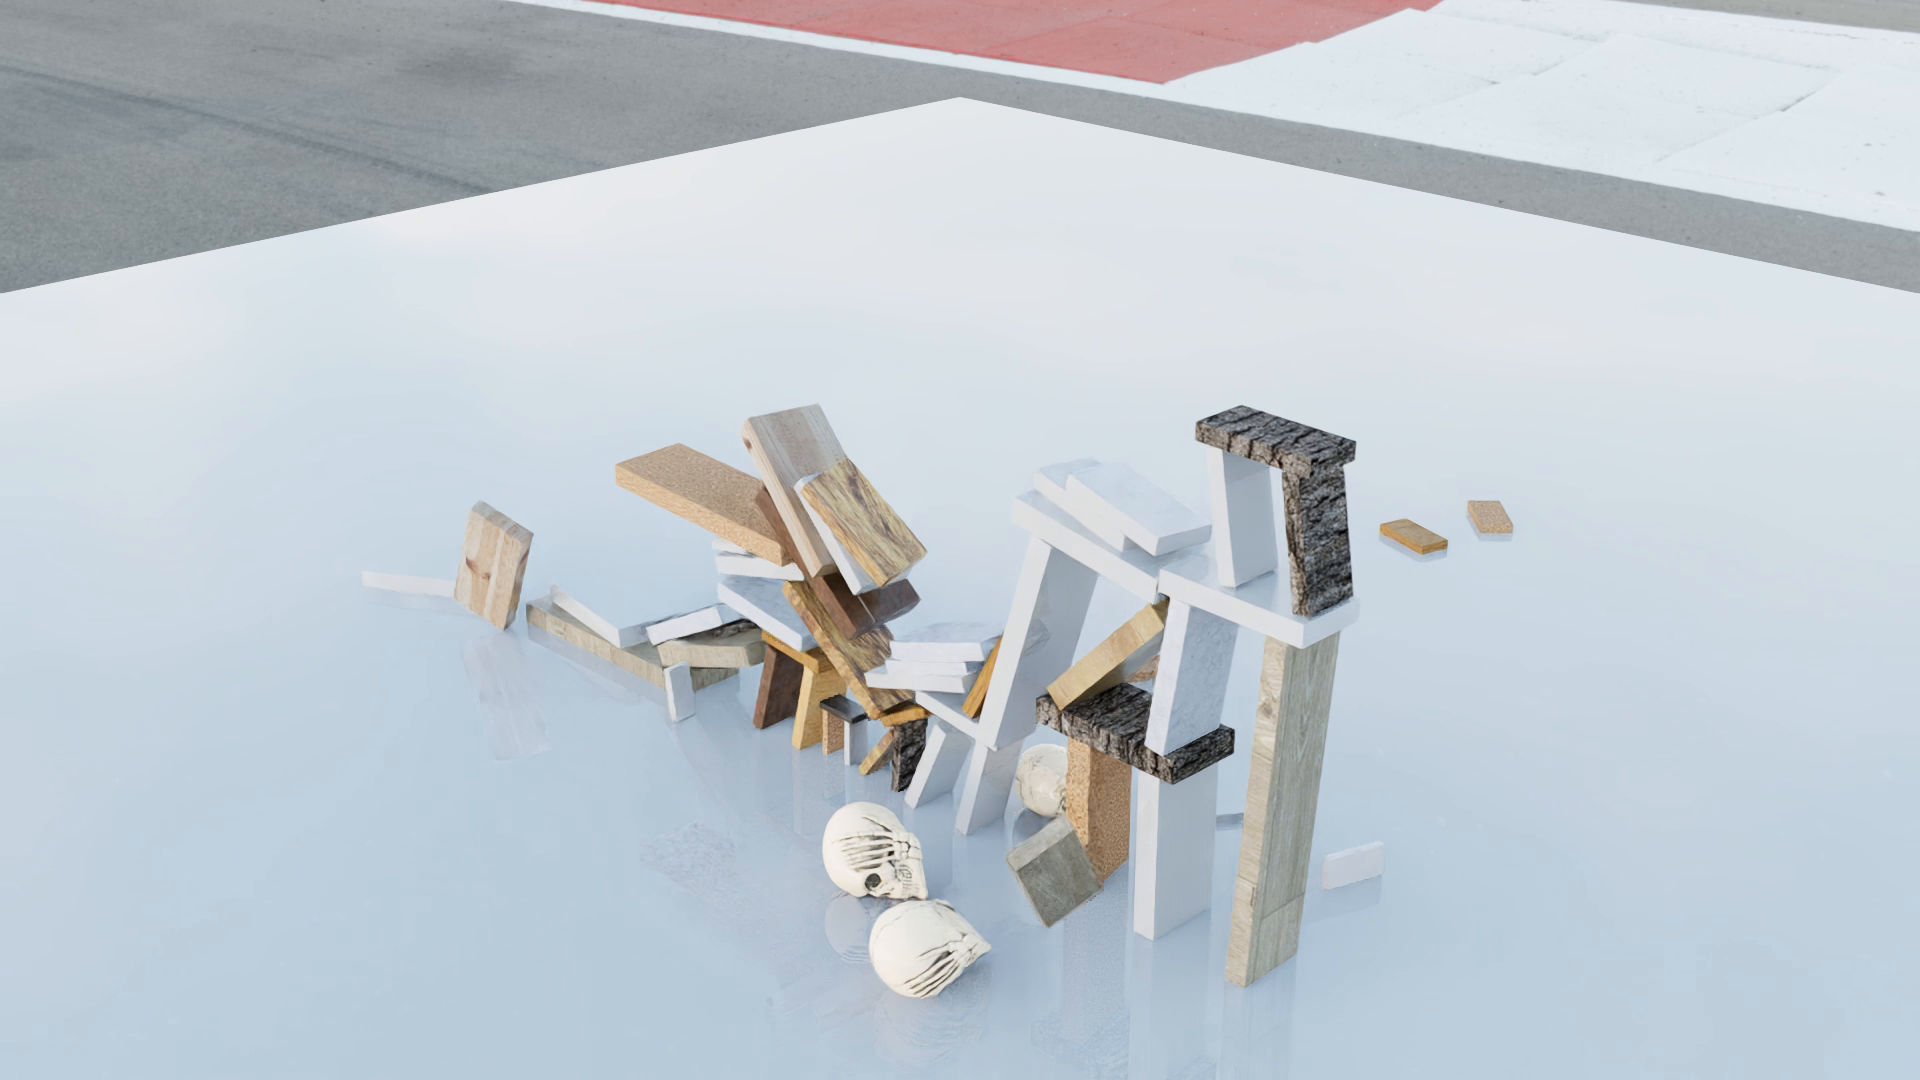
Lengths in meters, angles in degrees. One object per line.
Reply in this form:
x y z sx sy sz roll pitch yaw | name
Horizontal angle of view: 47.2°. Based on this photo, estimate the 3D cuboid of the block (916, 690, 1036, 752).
0.031 0.336 4.335 0.224 0.032 0.112 29 35 36 | block

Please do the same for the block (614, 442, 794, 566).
-0.499 -0.082 4.729 0.177 0.050 0.579 -22 33 -38 | block

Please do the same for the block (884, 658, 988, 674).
-0.035 0.235 4.359 0.213 0.030 0.107 -4 13 42 | block

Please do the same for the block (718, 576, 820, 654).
-0.376 0.145 4.704 0.139 0.039 0.278 -21 38 -40 | block

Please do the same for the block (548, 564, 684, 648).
-0.816 0.155 5.211 0.171 0.048 0.341 -16 28 -34 | block

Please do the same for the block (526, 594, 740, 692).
-0.775 0.228 5.162 0.583 0.048 0.171 21 30 40 | block

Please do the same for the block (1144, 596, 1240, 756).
0.413 0.218 3.862 0.154 0.308 0.044 -21 39 -40 | block

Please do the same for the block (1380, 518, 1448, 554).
1.187 -0.010 5.754 0.086 0.024 0.171 -12 26 -26 | block

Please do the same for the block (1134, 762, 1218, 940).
0.397 0.549 4.034 0.169 0.338 0.048 -21 31 -41 | block

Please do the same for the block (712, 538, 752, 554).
-0.471 0.009 4.701 0.059 0.017 0.119 -22 21 -41 | block

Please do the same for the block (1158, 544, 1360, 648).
0.503 0.092 3.709 0.154 0.044 0.308 -21 31 -40 | block

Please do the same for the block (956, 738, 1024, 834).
0.061 0.472 4.361 0.032 0.224 0.112 35 39 31 | block

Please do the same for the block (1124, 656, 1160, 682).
0.434 0.289 5.048 0.171 0.024 0.086 -7 24 -17 | block

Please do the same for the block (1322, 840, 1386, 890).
0.753 0.623 4.210 0.130 0.065 0.018 -11 24 -24 | block

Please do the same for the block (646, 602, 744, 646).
-0.567 0.174 4.991 0.152 0.043 0.303 -20 2 -40 | block

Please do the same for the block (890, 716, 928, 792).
-0.105 0.439 4.532 0.021 0.151 0.076 25 33 37 | block

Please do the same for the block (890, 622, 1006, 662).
-0.003 0.199 4.324 0.130 0.037 0.259 -22 13 -42 | block

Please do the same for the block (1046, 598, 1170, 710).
0.318 0.187 3.969 0.174 0.348 0.049 -21 74 -40 | block

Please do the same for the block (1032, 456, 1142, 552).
0.261 -0.066 3.942 0.130 0.037 0.259 -14 36 -33 | block

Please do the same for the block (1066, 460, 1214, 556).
0.313 -0.058 3.866 0.126 0.036 0.252 -14 36 -33 | block

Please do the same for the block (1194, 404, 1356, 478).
0.514 -0.162 3.595 0.119 0.034 0.238 -21 31 -40 | block

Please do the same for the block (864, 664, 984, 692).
-0.055 0.267 4.382 0.107 0.030 0.297 -21 13 -40 | block

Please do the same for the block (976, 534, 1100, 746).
0.158 0.167 4.135 0.174 0.478 0.049 -21 48 -41 | block

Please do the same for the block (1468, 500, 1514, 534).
1.416 -0.063 5.878 0.085 0.024 0.171 0 23 1 | block

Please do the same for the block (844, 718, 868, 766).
-0.219 0.419 4.637 0.053 0.105 0.015 -21 32 -41 | block

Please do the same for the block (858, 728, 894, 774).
-0.148 0.430 4.576 0.076 0.151 0.021 -22 69 -42 | block

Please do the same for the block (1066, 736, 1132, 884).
0.264 0.488 4.177 0.048 0.338 0.169 14 27 30 | block

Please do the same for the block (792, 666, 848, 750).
-0.294 0.343 4.682 0.106 0.211 0.030 -19 45 -37 | block

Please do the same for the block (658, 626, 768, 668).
-0.504 0.232 4.888 0.171 0.048 0.341 -20 11 -39 | block

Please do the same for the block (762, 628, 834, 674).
-0.317 0.219 4.663 0.106 0.030 0.212 -17 28 -35 | block

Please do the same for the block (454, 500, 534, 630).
-1.101 0.062 5.178 0.152 0.303 0.043 31 42 11 | block

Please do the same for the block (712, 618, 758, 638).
-0.450 0.180 4.914 0.202 0.018 0.065 -15 7 -16 | block

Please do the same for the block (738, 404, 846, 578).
-0.294 -0.104 4.484 0.177 0.050 0.355 -15 69 -36 | block

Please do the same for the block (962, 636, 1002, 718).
0.087 0.251 4.247 0.107 0.213 0.030 -21 59 -41 | block

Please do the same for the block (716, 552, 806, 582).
-0.375 0.038 4.652 0.278 0.039 0.139 4 20 45 | block

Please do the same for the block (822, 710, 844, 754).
-0.268 0.400 4.682 0.053 0.105 0.015 -21 34 -41 | block

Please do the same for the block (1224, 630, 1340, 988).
0.557 0.453 3.805 0.044 0.693 0.154 25 33 39 | block

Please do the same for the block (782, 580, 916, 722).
-0.216 0.206 4.560 0.139 0.039 0.347 -22 67 -37 | block

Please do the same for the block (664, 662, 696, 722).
-0.613 0.332 4.822 0.017 0.119 0.059 6 19 38 | block

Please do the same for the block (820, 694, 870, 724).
-0.242 0.356 4.632 0.053 0.015 0.105 -20 30 -39 | block

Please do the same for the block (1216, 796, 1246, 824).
0.535 0.547 4.449 0.130 0.018 0.065 -3 23 -7 | block

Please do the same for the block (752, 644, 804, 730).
-0.386 0.304 4.772 0.030 0.211 0.106 35 39 30 | block

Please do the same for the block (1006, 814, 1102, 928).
0.171 0.599 3.958 0.126 0.298 0.036 -35 59 -7 | block

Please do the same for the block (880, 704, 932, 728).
-0.088 0.348 4.473 0.076 0.021 0.151 -22 1 -38 | block

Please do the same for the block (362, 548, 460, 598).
-1.324 0.083 5.511 0.303 0.043 0.152 6 24 14 | block

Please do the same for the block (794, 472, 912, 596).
-0.215 -0.023 4.416 0.130 0.037 0.259 -18 71 -37 | block

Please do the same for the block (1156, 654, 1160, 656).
0.444 0.244 5.119 0.065 0.018 0.130 -2 10 13 | block

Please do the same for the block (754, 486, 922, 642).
-0.250 0.019 4.497 0.177 0.050 0.355 -24 74 -38 | block

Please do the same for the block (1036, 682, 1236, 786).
0.319 0.340 4.034 0.169 0.048 0.337 -21 31 -40 | block

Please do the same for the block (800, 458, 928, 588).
-0.192 -0.036 4.389 0.252 0.036 0.126 50 50 7 | block

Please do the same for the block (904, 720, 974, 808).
-0.033 0.439 4.446 0.112 0.224 0.032 -22 56 -42 | block

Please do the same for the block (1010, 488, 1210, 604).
0.277 -0.007 3.929 0.174 0.049 0.348 -21 40 -40 | block

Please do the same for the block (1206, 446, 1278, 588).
0.474 -0.053 3.686 0.119 0.238 0.034 -21 21 -40 | block

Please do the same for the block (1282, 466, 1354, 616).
0.584 -0.007 3.582 0.119 0.238 0.034 -20 20 -39 | block
